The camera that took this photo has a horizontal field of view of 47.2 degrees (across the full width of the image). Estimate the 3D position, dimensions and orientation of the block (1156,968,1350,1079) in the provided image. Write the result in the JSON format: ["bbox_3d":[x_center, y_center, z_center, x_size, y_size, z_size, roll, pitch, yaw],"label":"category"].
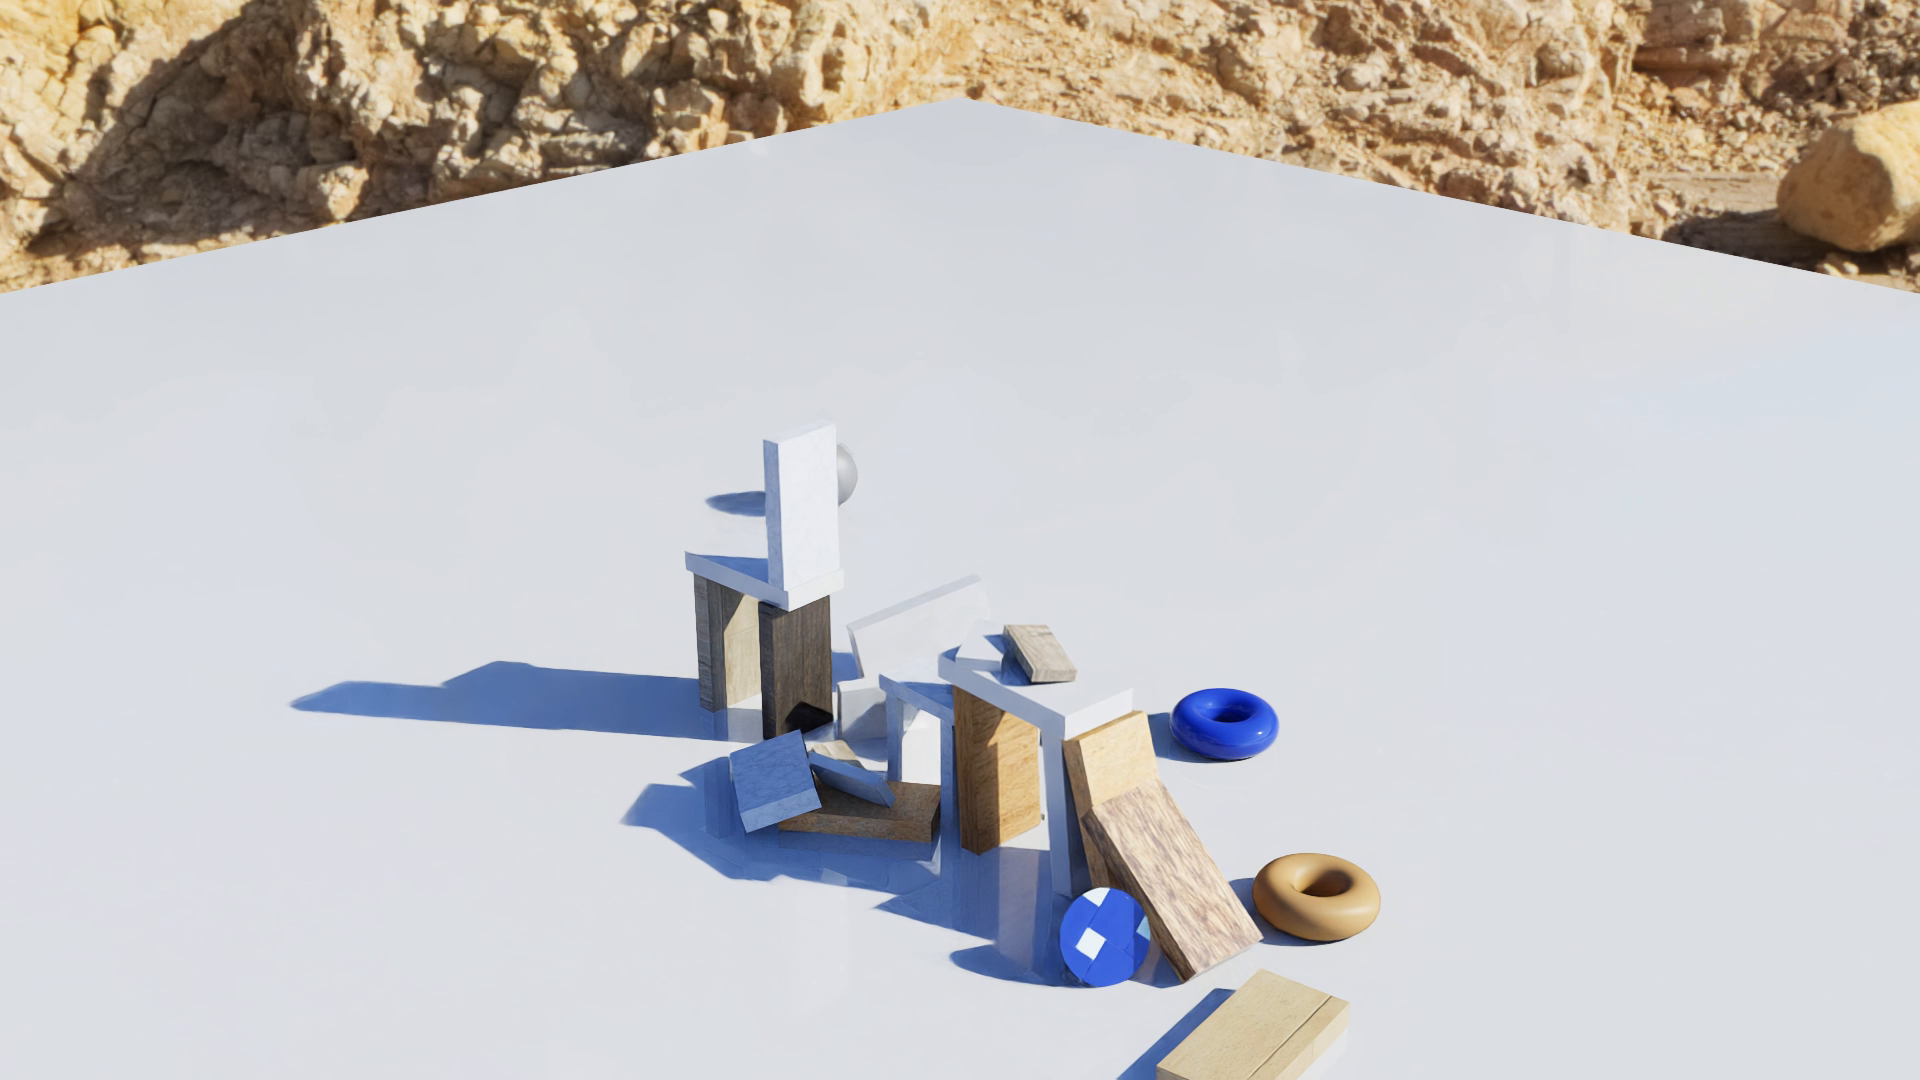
[{"bbox_3d":[0.495,0.850,3.695,0.174,0.049,0.348,16,28,33],"label":"block"}]

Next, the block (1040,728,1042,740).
[{"bbox_3d":[0.123,0.345,4.801,0.263,0.037,0.131,19,56,27],"label":"block"}]

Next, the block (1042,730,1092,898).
[{"bbox_3d":[0.242,0.483,4.171,0.175,0.350,0.050,-21,24,-40],"label":"block"}]

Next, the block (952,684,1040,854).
[{"bbox_3d":[0.074,0.423,4.313,0.175,0.350,0.050,-21,27,-40],"label":"block"}]

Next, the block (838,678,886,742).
[{"bbox_3d":[-0.133,0.356,4.750,0.263,0.131,0.037,-6,31,-15],"label":"block"}]

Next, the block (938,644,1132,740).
[{"bbox_3d":[0.140,0.269,4.160,0.175,0.050,0.350,-19,29,-38],"label":"block"}]

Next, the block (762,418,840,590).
[{"bbox_3d":[-0.328,-0.073,4.570,0.046,0.325,0.162,19,29,38],"label":"block"}]

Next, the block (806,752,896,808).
[{"bbox_3d":[-0.217,0.480,4.405,0.175,0.087,0.025,16,61,32],"label":"block"}]

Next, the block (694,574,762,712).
[{"bbox_3d":[-0.504,0.204,4.865,0.046,0.324,0.162,21,31,41],"label":"block"}]

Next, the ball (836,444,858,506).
[{"bbox_3d":[-0.371,-0.175,5.930,0.189,0.189,0.189,0,23,0],"label":"ball"}]

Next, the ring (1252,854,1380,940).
[{"bbox_3d":[0.664,0.663,4.098,0.238,0.079,0.238,1,22,-1],"label":"ring"}]

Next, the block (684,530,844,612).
[{"bbox_3d":[-0.422,0.062,4.725,0.324,0.046,0.162,19,30,38],"label":"block"}]

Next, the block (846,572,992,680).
[{"bbox_3d":[-0.085,0.210,4.977,0.325,0.162,0.046,-21,28,-17],"label":"block"}]

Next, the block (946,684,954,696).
[{"bbox_3d":[0.025,0.298,4.351,0.092,0.013,0.046,9,25,21],"label":"block"}]

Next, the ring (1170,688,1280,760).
[{"bbox_3d":[0.570,0.394,4.733,0.237,0.079,0.237,0,24,0],"label":"ring"}]

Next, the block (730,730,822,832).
[{"bbox_3d":[-0.377,0.486,4.468,0.155,0.044,0.311,-19,19,-4],"label":"block"}]

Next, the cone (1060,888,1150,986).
[{"bbox_3d":[0.230,0.712,3.984,0.173,0.173,0.173,-9,-2,-19],"label":"cone"}]

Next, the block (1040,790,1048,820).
[{"bbox_3d":[0.168,0.539,4.474,0.046,0.013,0.092,10,25,21],"label":"block"}]

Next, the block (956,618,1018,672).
[{"bbox_3d":[0.053,0.202,4.223,0.087,0.025,0.175,5,23,12],"label":"block"}]

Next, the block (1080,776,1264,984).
[{"bbox_3d":[0.382,0.614,3.990,0.174,0.049,0.348,-18,67,-37],"label":"block"}]

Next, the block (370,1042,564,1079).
[{"bbox_3d":[-0.801,0.900,3.583,0.311,0.044,0.155,-5,23,-11],"label":"block"}]

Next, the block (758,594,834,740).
[{"bbox_3d":[-0.352,0.264,4.725,0.162,0.324,0.046,-21,31,-40],"label":"block"}]

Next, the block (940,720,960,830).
[{"bbox_3d":[0.015,0.450,4.396,0.034,0.237,0.118,21,31,41],"label":"block"}]

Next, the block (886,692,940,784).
[{"bbox_3d":[-0.093,0.402,4.510,0.118,0.237,0.034,-18,29,-37],"label":"block"}]

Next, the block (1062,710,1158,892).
[{"bbox_3d":[0.304,0.512,4.112,0.174,0.348,0.049,-19,12,-38],"label":"block"}]

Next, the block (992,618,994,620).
[{"bbox_3d":[0.072,0.279,5.044,0.162,0.046,0.395,-10,25,-22],"label":"block"}]

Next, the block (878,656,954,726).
[{"bbox_3d":[-0.040,0.303,4.399,0.118,0.034,0.237,-20,30,-39],"label":"block"}]

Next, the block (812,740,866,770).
[{"bbox_3d":[-0.251,0.472,4.623,0.071,0.020,0.172,-9,25,-21],"label":"block"}]

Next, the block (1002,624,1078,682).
[{"bbox_3d":[0.150,0.213,4.162,0.087,0.025,0.177,1,26,-19],"label":"block"}]

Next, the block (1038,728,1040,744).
[{"bbox_3d":[0.034,0.374,4.684,0.263,0.037,0.131,0,65,-10],"label":"block"}]

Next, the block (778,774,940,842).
[{"bbox_3d":[-0.197,0.539,4.435,0.310,0.044,0.155,4,23,9],"label":"block"}]
